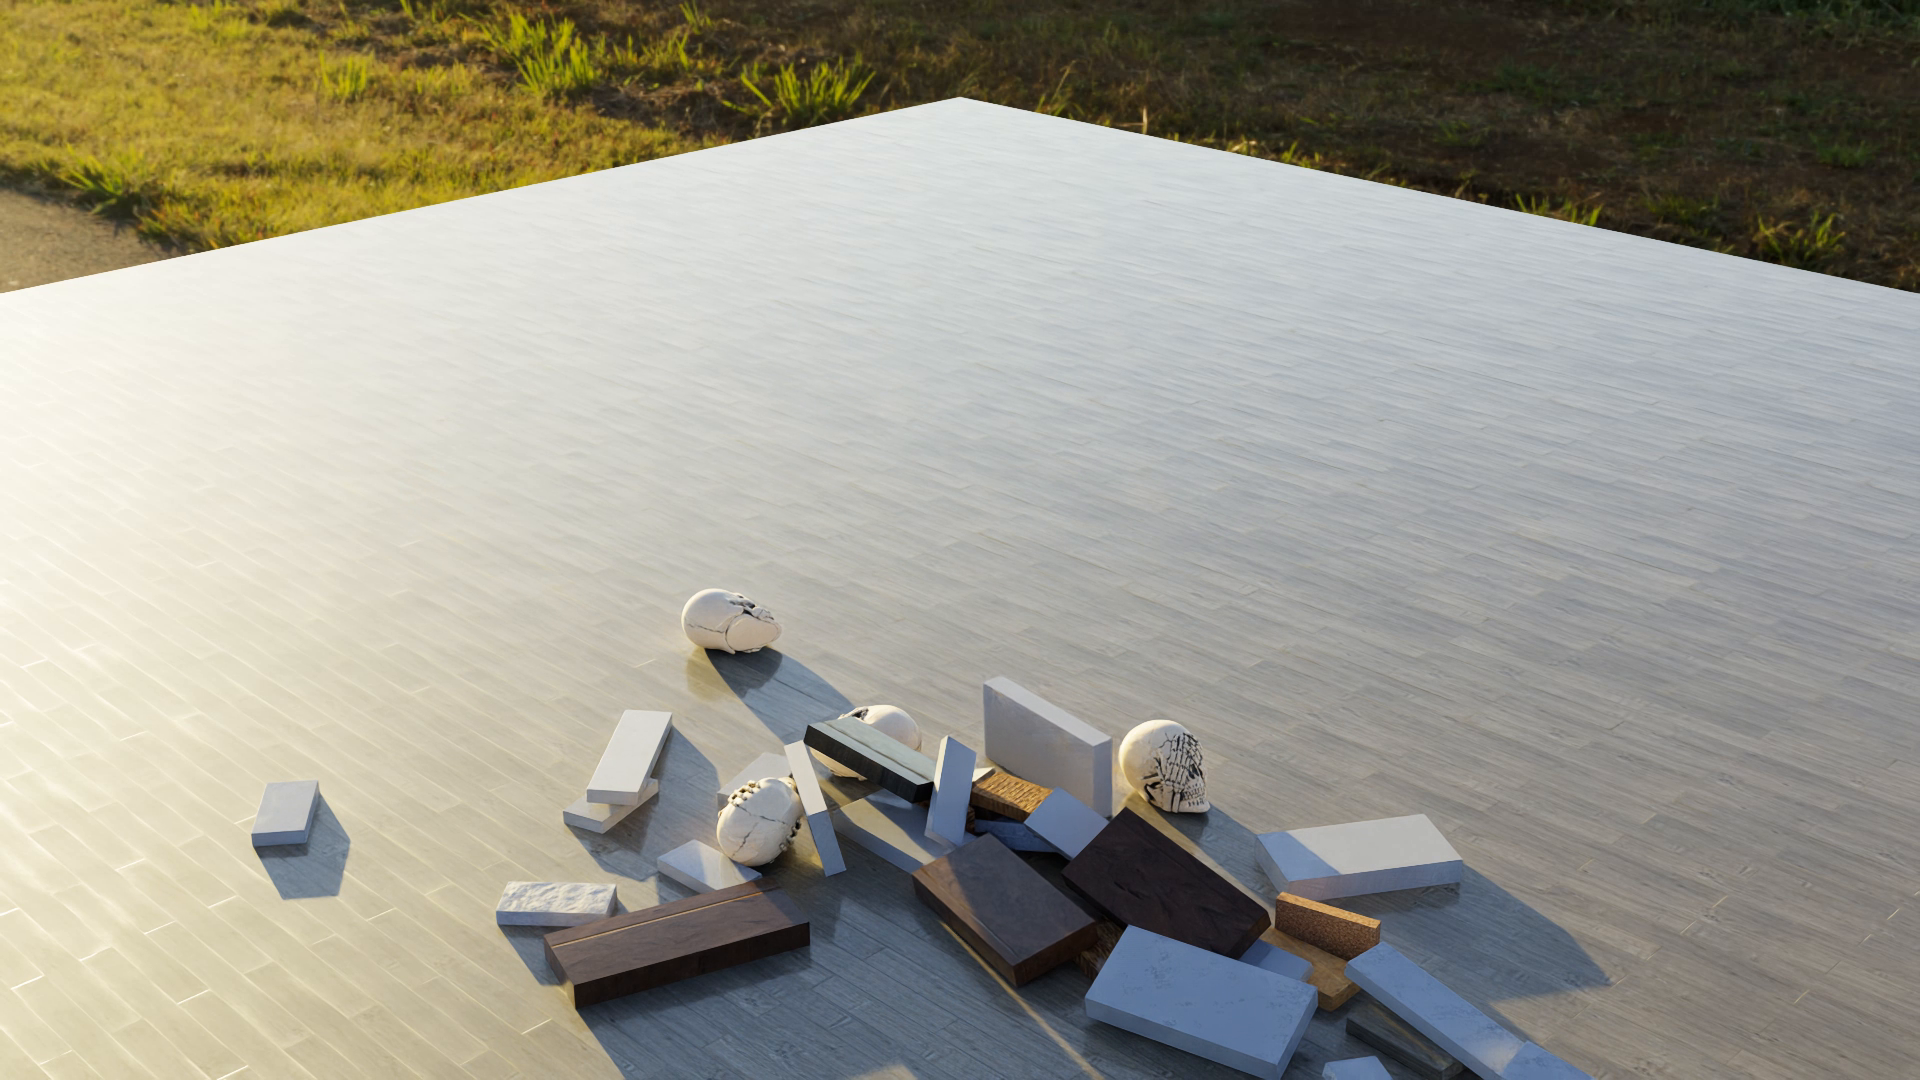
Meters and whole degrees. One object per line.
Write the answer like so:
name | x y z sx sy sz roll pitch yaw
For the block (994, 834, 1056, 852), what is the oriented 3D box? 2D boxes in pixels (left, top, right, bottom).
block | 0.172 0.575 4.296 0.199 0.028 0.099 -3 16 41

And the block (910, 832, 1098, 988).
block | 0.079 0.676 4.053 0.177 0.050 0.365 -25 31 -22

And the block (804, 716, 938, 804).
block | -0.157 0.437 4.396 0.289 0.040 0.143 25 17 32

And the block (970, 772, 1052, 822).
block | 0.123 0.511 4.310 0.189 0.027 0.094 16 29 35

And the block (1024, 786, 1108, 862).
block | 0.226 0.557 4.160 0.199 0.028 0.099 32 68 36

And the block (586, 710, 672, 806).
block | -0.688 0.451 4.603 0.103 0.029 0.425 3 18 1

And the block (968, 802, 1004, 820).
block | 0.034 0.525 4.416 0.094 0.027 0.189 -22 14 -39

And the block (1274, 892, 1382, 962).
block | 0.662 0.708 3.970 0.190 0.095 0.027 13 26 28

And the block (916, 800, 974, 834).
block | -0.034 0.545 4.375 0.023 0.080 0.159 -20 30 -39

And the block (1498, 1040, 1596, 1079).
block | 0.987 0.901 3.540 0.221 0.031 0.111 27 36 28

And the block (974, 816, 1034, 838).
block | 0.102 0.551 4.350 0.189 0.027 0.094 -2 17 45

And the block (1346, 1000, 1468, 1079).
block | 0.764 0.847 3.728 0.099 0.028 0.199 -19 29 -37

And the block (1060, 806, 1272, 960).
block | 0.370 0.648 3.983 0.177 0.050 0.354 -43 51 -17

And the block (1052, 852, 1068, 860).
block | 0.269 0.593 4.241 0.099 0.028 0.199 -20 12 -29

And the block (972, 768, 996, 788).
block | -0.013 0.495 4.489 0.159 0.023 0.080 -10 10 33

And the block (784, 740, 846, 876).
block | -0.287 0.526 4.332 0.040 0.143 0.285 -18 26 -6

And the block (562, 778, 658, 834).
block | -0.709 0.531 4.474 0.096 0.027 0.193 12 26 25

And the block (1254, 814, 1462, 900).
block | 0.768 0.614 4.249 0.353 0.050 0.176 -5 24 -12

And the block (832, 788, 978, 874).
block | -0.105 0.581 4.339 0.143 0.040 0.285 -20 30 -39

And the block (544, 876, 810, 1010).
block | -0.512 0.725 3.987 0.444 0.050 0.176 -11 25 -25

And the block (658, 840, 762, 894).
block | -0.481 0.638 4.223 0.193 0.027 0.096 20 30 38

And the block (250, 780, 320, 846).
block | -1.358 0.549 4.431 0.103 0.029 0.205 -3 23 -7

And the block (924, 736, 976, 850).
block | -0.017 0.494 4.299 0.074 0.021 0.234 32 42 -22

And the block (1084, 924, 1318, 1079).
block | 0.412 0.789 3.759 0.354 0.050 0.177 14 44 26

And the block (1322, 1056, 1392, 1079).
block | 0.672 0.909 3.540 0.095 0.027 0.190 -2 29 -22

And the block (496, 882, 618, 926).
block | -0.754 0.682 4.117 0.205 0.029 0.103 1 23 2

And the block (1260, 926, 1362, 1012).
block | 0.540 0.740 3.976 0.388 0.031 0.111 20 30 38

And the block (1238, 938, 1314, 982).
block | 0.520 0.755 3.891 0.190 0.027 0.095 20 59 38

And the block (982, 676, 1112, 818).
block | 0.178 0.427 4.527 0.050 0.176 0.353 -19 30 -33

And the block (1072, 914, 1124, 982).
block | 0.273 0.751 3.951 0.111 0.031 0.221 -11 25 -24

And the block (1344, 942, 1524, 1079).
block | 0.837 0.819 3.702 0.099 0.028 0.411 -19 40 -38

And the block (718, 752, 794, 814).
block | -0.409 0.501 4.545 0.096 0.027 0.193 11 25 24
